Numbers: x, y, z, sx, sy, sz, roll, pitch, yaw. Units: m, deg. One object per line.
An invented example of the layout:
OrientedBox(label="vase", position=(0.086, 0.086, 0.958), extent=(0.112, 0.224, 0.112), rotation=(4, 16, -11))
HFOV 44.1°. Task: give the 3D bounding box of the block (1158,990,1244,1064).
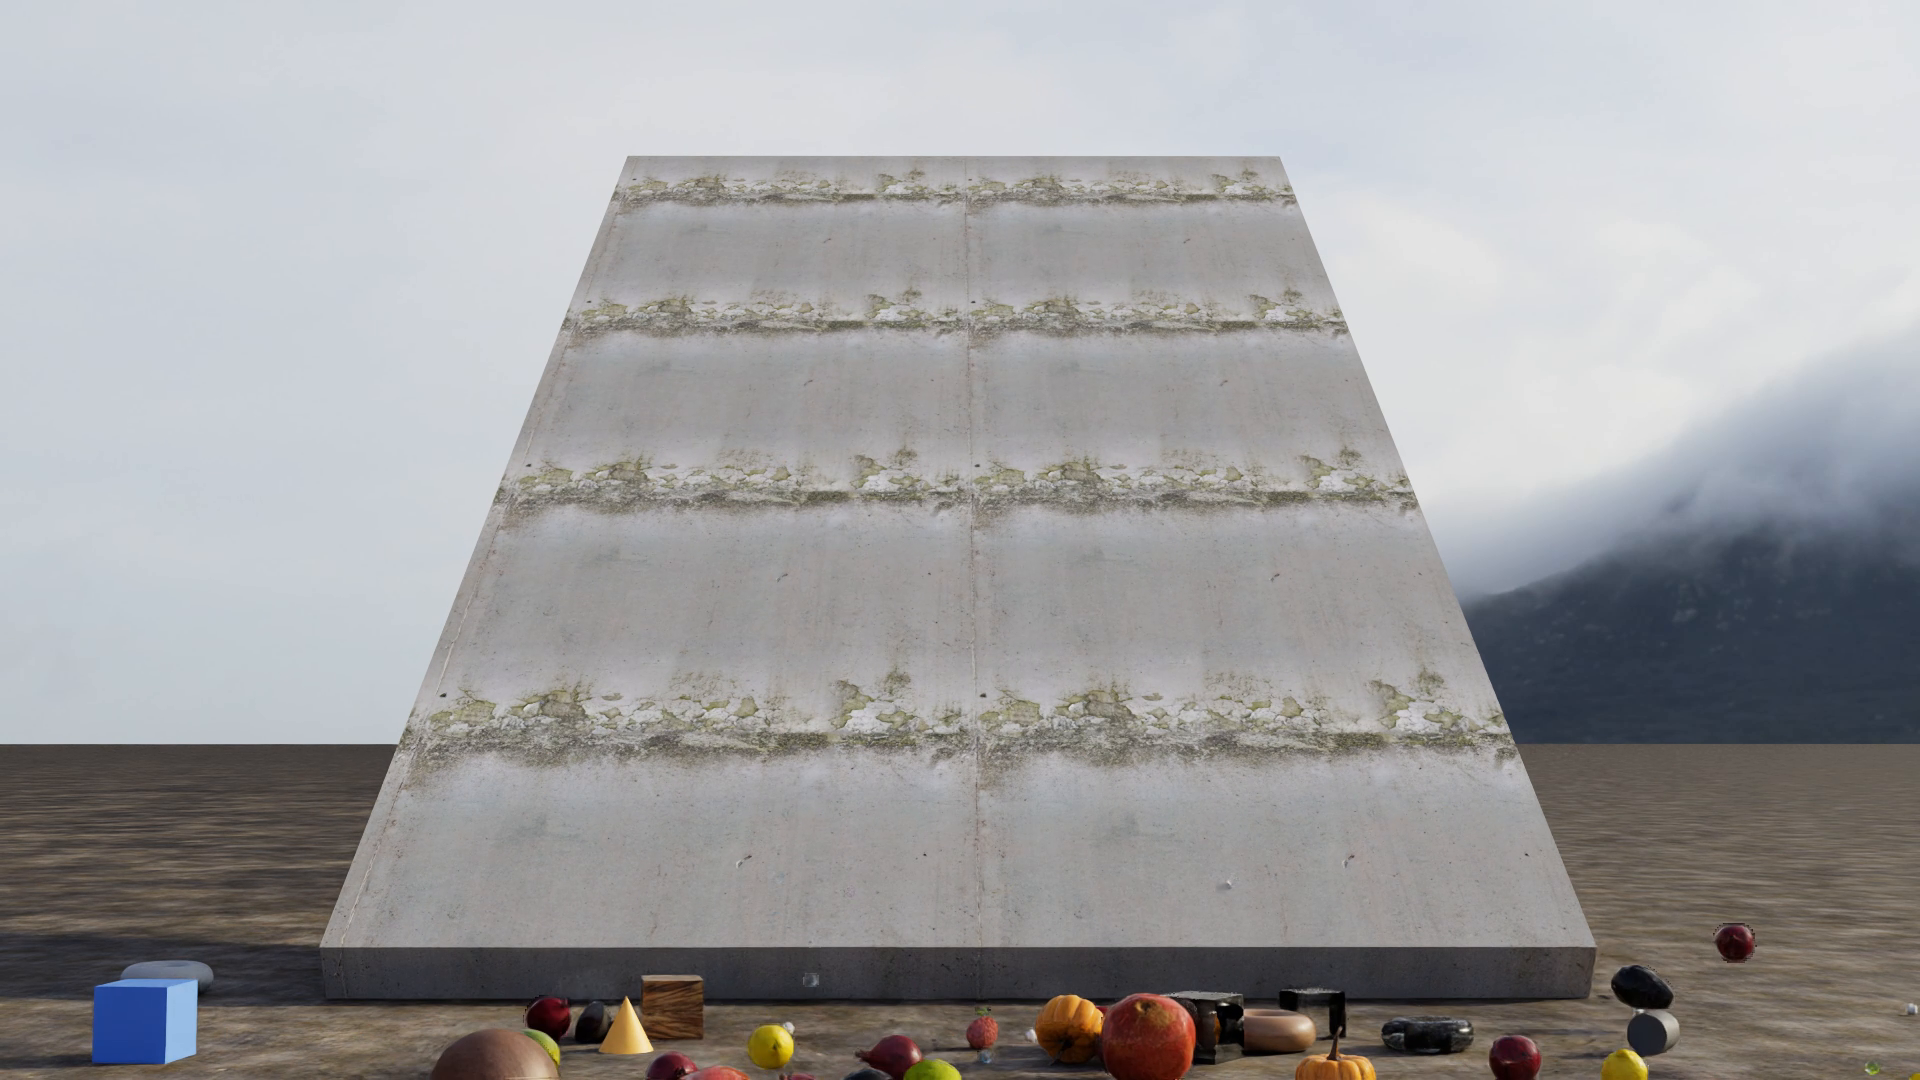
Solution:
OrientedBox(label="block", position=(0.311, 0.627, 3.051), extent=(0.081, 0.081, 0.081), rotation=(-3, -6, 33))

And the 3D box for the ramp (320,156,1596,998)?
OrientedBox(label="ramp", position=(-0.011, -0.226, 5.516), extent=(2.000, 0.100, 4.000), rotation=(0, 27, 0))

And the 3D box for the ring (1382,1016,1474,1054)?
OrientedBox(label="ring", position=(0.620, 0.655, 3.144), extent=(0.122, 0.041, 0.122), rotation=(-1, -6, 0))

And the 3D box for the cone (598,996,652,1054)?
OrientedBox(label="cone", position=(-0.441, 0.638, 3.135), extent=(0.072, 0.072, 0.072), rotation=(0, -5, 0))

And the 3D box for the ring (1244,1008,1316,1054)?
OrientedBox(label="ring", position=(0.402, 0.652, 3.150), extent=(0.144, 0.048, 0.144), rotation=(1, -6, 0))

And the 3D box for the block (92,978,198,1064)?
OrientedBox(label="block", position=(-1.050, 0.620, 3.057), extent=(0.096, 0.096, 0.096), rotation=(0, -5, 5))

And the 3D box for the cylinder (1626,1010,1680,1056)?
OrientedBox(label="cylinder", position=(0.908, 0.645, 3.106), extent=(0.053, 0.053, 0.053), rotation=(-3, -6, 35))

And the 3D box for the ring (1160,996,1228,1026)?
OrientedBox(label="ring", position=(0.339, 0.683, 3.434), extent=(0.101, 0.034, 0.101), rotation=(-1, -4, 0))

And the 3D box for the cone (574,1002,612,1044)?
OrientedBox(label="cone", position=(-0.481, 0.668, 3.229), extent=(0.061, 0.061, 0.061), rotation=(36, -25, -32))

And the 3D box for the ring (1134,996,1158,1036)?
OrientedBox(label="ring", position=(0.315, 0.666, 3.322), extent=(0.143, 0.048, 0.143), rotation=(-1, -4, 0))

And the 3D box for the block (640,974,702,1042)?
OrientedBox(label="block", position=(-0.399, 0.646, 3.274), extent=(0.080, 0.080, 0.080), rotation=(1, -5, -10))

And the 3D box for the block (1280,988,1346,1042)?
OrientedBox(label="block", position=(0.486, 0.654, 3.267), extent=(0.063, 0.063, 0.063), rotation=(3, -5, -29))

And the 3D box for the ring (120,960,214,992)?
OrientedBox(label="ring", position=(-1.282, 0.709, 3.832), extent=(0.144, 0.048, 0.144), rotation=(0, -4, 0))
